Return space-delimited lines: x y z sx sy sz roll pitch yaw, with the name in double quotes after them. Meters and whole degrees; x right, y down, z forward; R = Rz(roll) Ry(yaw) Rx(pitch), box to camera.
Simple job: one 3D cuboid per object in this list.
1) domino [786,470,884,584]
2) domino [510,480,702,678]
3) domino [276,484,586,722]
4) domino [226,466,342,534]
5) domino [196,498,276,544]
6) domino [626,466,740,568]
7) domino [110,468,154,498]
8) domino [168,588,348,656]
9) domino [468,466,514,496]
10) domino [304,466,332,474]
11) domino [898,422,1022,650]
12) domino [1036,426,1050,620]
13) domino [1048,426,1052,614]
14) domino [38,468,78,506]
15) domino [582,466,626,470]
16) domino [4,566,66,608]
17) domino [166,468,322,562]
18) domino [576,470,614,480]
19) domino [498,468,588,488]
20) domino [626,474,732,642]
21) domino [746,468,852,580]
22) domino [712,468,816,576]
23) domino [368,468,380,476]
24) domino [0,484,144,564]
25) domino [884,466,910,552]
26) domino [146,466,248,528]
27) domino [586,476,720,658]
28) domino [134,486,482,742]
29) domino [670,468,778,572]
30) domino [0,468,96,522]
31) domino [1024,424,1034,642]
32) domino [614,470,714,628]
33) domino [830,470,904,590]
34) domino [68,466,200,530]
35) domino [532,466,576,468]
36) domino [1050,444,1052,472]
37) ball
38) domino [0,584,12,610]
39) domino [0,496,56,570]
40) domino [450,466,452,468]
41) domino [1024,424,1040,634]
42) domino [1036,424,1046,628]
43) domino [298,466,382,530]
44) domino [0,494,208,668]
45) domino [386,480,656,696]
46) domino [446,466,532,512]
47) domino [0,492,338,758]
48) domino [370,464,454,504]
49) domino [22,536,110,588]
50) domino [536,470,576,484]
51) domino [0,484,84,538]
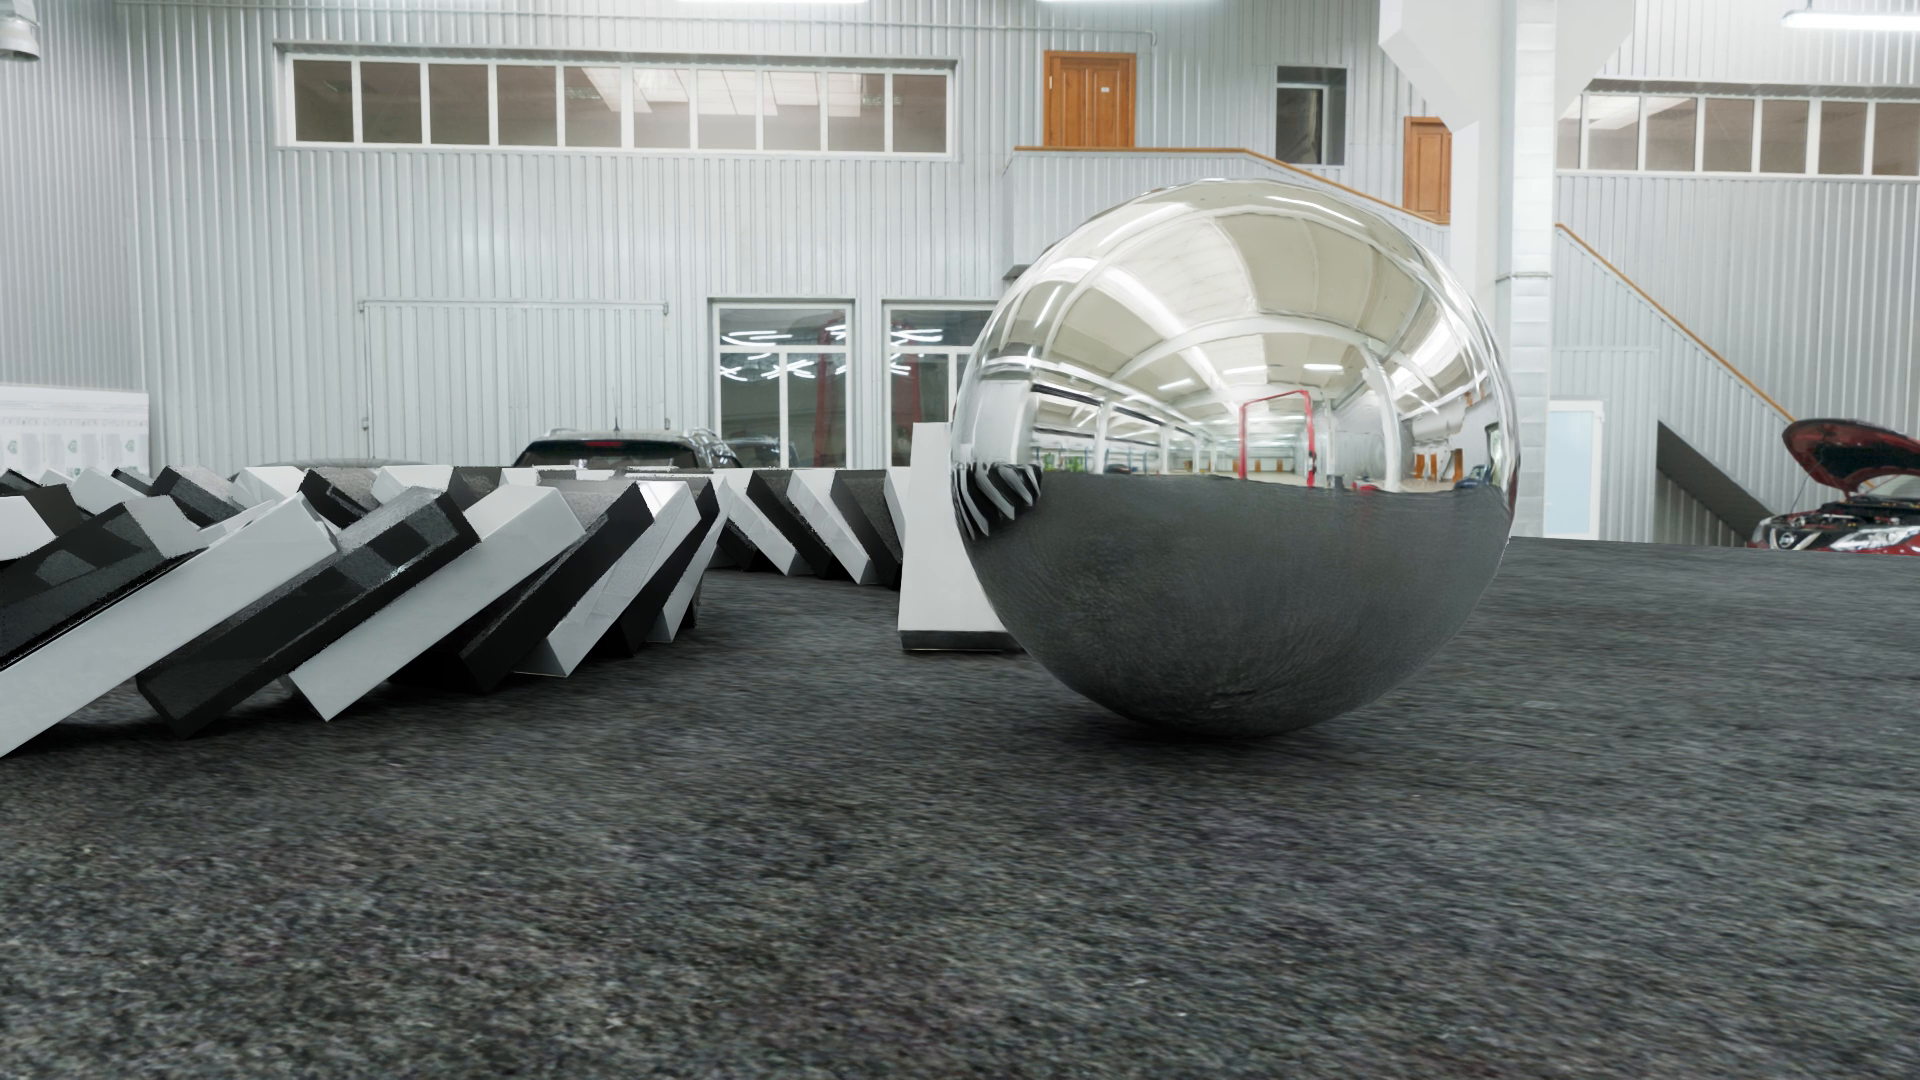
-0.032 -0.005 0.409 0.025 0.010 0.050 -3 37 -38 "domino"
-0.076 0.006 0.255 0.025 0.009 0.050 2 37 24 "domino"
-0.090 0.009 0.216 0.050 0.010 0.025 -42 27 -29 "domino"
-0.186 -0.004 0.379 0.050 0.009 0.025 34 5 1 "domino"
-0.164 0.008 0.258 0.050 0.009 0.025 -22 14 -2 "domino"
-0.095 -0.009 0.455 0.050 0.010 0.025 38 21 25 "domino"
-0.264 -0.008 0.440 0.050 0.010 0.025 33 -9 -22 "domino"
-0.147 0.017 0.276 0.050 0.009 0.025 -2 5 -25 "domino"
-0.152 -0.010 0.469 0.050 0.010 0.025 32 9 6 "domino"
-0.210 -0.009 0.462 0.050 0.010 0.025 31 0 -8 "domino"
0.001 -0.001 0.273 0.025 0.050 0.010 0 -29 5 "domino"
0.010 -0.005 0.318 0.025 0.050 0.010 0 -29 5 "domino"
0.011 -0.006 0.329 0.025 0.050 0.010 0 -29 5 "domino"
-0.280 -0.007 0.427 0.050 0.010 0.025 35 -16 -30 "domino"
-0.113 -0.009 0.463 0.050 0.010 0.025 36 19 22 "domino"
-0.244 0.002 0.305 0.025 0.009 0.050 1 -30 12 "domino"
-0.247 -0.008 0.450 0.050 0.009 0.025 32 -6 -16 "domino"
-0.085 0.000 0.332 0.025 0.010 0.050 -1 38 -19 "domino"
-0.110 -0.002 0.362 0.025 0.010 0.050 -3 38 -37 "domino"
-0.072 0.003 0.294 0.025 0.010 0.050 1 37 8 "domino"
-0.047 -0.006 0.422 0.025 0.010 0.050 -4 37 -43 "domino"
-0.062 -0.007 0.434 0.025 0.010 0.050 -5 37 -48 "domino"
-0.191 -0.009 0.466 0.050 0.009 0.025 31 3 -4 "domino"
-0.293 -0.005 0.411 0.025 0.010 0.050 4 -25 46 "domino"
-0.005 -0.004 0.378 0.025 0.010 0.050 -1 38 -16 "domino"
-0.205 -0.004 0.373 0.050 0.010 0.025 34 -2 -10 "domino"
-0.073 0.004 0.275 0.025 0.010 0.050 1 37 14 "domino"
-0.103 0.010 0.203 0.050 0.010 0.025 -39 24 -25 "domino"
-0.078 -0.008 0.445 0.050 0.009 0.025 39 25 28 "domino"
-0.234 -0.001 0.343 0.025 0.010 0.050 4 -29 46 "domino"
0.003 -0.002 0.284 0.025 0.050 0.010 0 -29 5 "domino"
-0.075 0.001 0.314 0.025 0.010 0.050 0 38 -4 "domino"
-0.019 -0.004 0.394 0.025 0.010 0.050 -2 37 -30 "domino"
-0.221 -0.003 0.359 0.050 0.009 0.025 38 -15 -28 "domino"
-0.132 -0.010 0.467 0.050 0.010 0.025 34 14 14 "domino"
0.011 -0.005 0.345 0.025 0.050 0.010 3 -39 6 "domino"
0.038 -0.012 0.187 0.080 0.080 0.080 0 4 0 "ball"
-0.240 0.003 0.284 0.025 0.010 0.050 0 -30 -4 "domino"
-0.153 0.012 0.173 0.050 0.010 0.025 -34 11 -9 "domino"
-0.172 -0.010 0.468 0.050 0.009 0.025 31 5 0 "domino"
0.005 -0.003 0.295 0.025 0.050 0.009 1 -29 5 "domino"
0.008 -0.004 0.306 0.025 0.050 0.010 0 -29 5 "domino"
-0.167 -0.004 0.380 0.050 0.010 0.025 34 9 6 "domino"
-0.135 0.012 0.181 0.050 0.010 0.025 -35 14 -13 "domino"
-0.082 0.007 0.237 0.025 0.010 0.050 2 38 29 "domino"
-0.126 -0.003 0.373 0.025 0.010 0.050 -4 40 -48 "domino"
-0.119 0.011 0.191 0.050 0.010 0.025 -36 18 -19 "domino"
-0.147 -0.004 0.379 0.050 0.010 0.025 38 18 17 "domino"
-0.244 0.000 0.327 0.025 0.009 0.050 2 -31 38 "domino"
-0.097 -0.001 0.348 0.025 0.010 0.050 -2 38 -30 "domino"
-0.191 0.007 0.245 0.050 0.010 0.025 -29 -2 33 "domino"
